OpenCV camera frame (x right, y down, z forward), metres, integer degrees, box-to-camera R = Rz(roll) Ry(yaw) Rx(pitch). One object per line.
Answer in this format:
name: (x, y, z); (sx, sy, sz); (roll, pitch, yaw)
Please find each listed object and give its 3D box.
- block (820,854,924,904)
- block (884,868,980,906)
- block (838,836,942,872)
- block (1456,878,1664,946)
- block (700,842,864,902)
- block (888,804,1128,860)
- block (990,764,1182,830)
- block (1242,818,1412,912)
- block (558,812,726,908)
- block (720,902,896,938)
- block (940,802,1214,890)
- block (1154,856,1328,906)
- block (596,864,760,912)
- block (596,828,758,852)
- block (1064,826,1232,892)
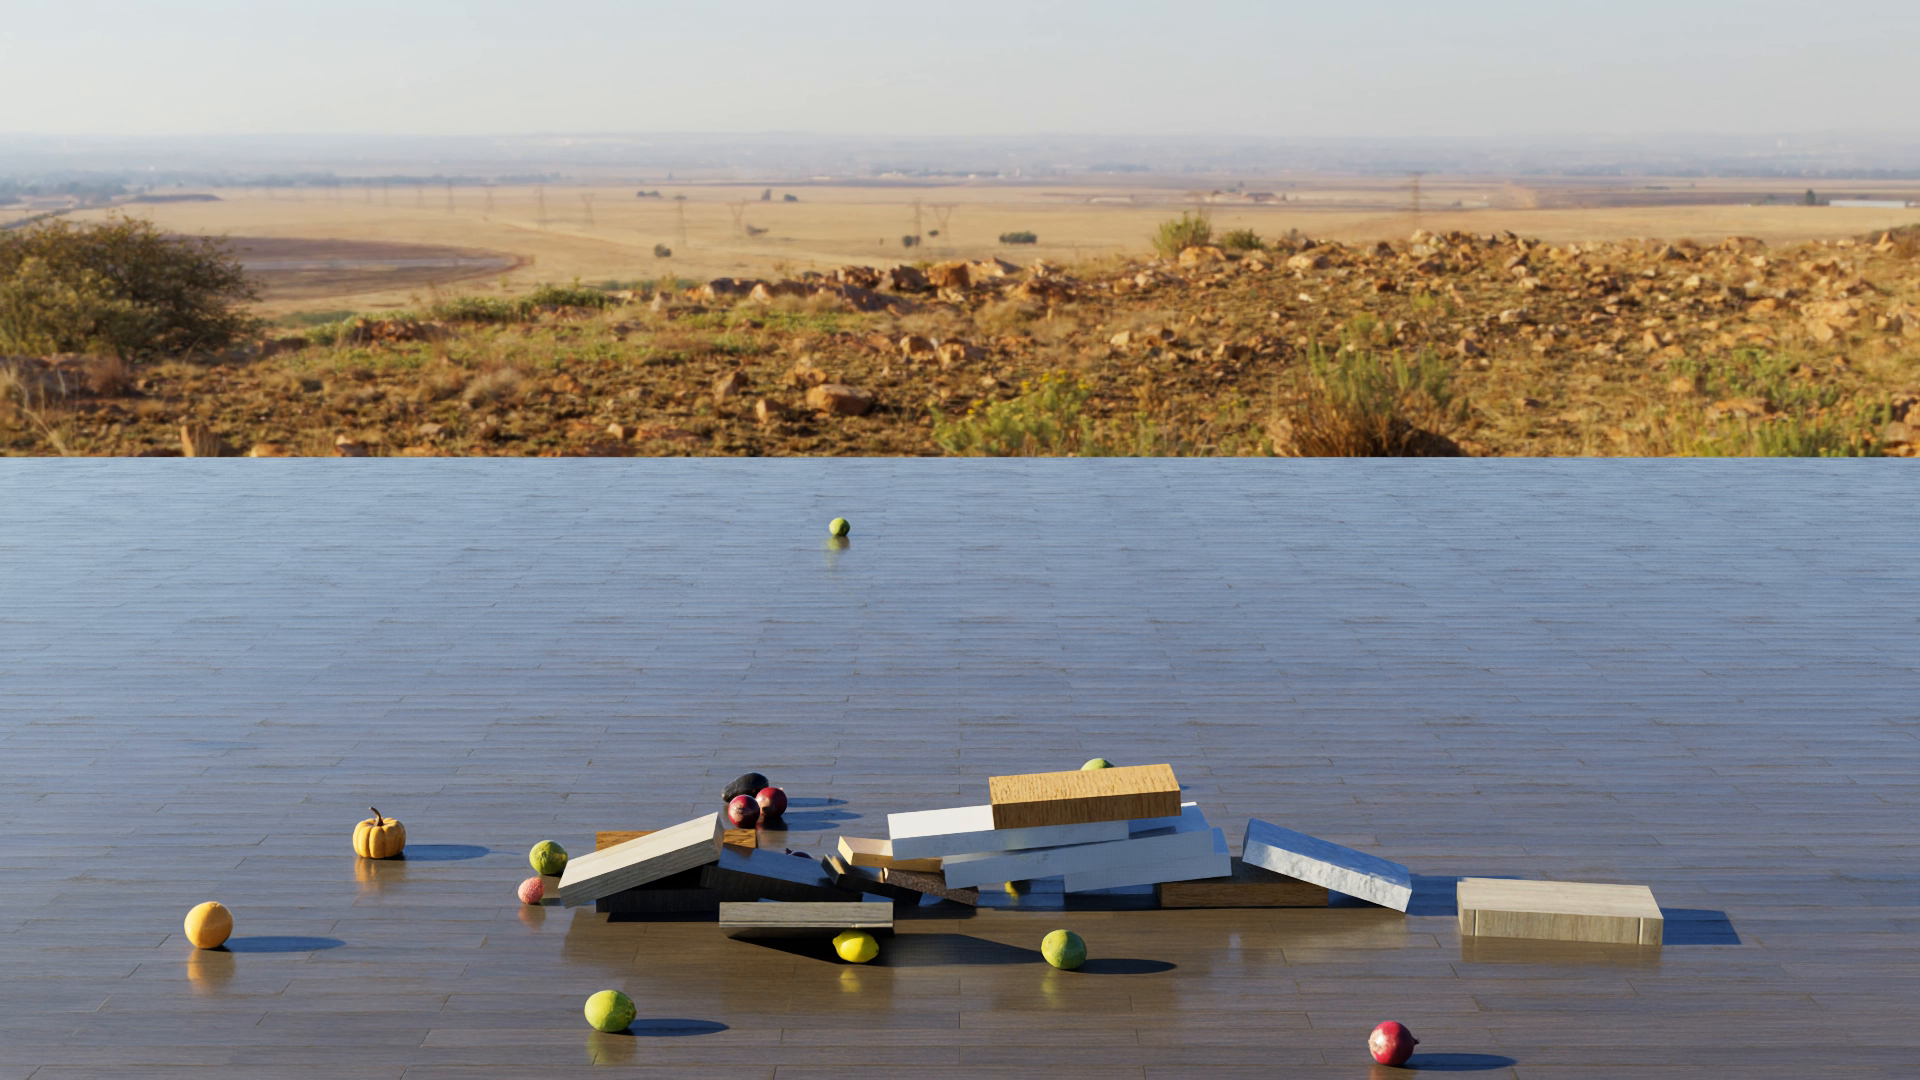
block: (-0.145, 0.558, 3.616); (0.155, 0.022, 0.077); (18, 9, -26)
block: (-0.048, 0.563, 3.635); (0.155, 0.022, 0.077); (16, 9, -7)
block: (-0.116, 0.519, 3.630); (0.155, 0.022, 0.077); (8, 10, -20)
block: (0.957, 0.594, 3.529); (0.305, 0.043, 0.153); (2, 11, 8)
block: (-0.293, 0.553, 3.607); (0.262, 0.037, 0.131); (12, 9, -7)
block: (0.078, 0.474, 3.638); (0.386, 0.037, 0.132); (-5, 11, -4)
block: (0.204, 0.424, 3.638); (0.305, 0.043, 0.153); (-4, 10, -1)
block: (0.606, 0.536, 3.640); (0.274, 0.039, 0.137); (17, 10, 6)
block: (-0.517, 0.522, 3.588); (0.262, 0.037, 0.131); (-18, 11, 1)
block: (-0.234, 0.590, 3.411); (0.264, 0.037, 0.132); (0, -17, 0)
block: (0.189, 0.507, 3.657); (0.441, 0.043, 0.153); (-7, 11, -3)
block: (0.466, 0.570, 3.673); (0.274, 0.039, 0.137); (0, 11, -1)
block: (-0.464, 0.575, 3.646); (0.262, 0.037, 0.131); (0, 11, -3)
block: (-0.476, 0.527, 3.725); (0.264, 0.037, 0.132); (0, -23, -3)
block: (0.308, 0.533, 3.672); (0.274, 0.039, 0.137); (-6, 11, 2)
